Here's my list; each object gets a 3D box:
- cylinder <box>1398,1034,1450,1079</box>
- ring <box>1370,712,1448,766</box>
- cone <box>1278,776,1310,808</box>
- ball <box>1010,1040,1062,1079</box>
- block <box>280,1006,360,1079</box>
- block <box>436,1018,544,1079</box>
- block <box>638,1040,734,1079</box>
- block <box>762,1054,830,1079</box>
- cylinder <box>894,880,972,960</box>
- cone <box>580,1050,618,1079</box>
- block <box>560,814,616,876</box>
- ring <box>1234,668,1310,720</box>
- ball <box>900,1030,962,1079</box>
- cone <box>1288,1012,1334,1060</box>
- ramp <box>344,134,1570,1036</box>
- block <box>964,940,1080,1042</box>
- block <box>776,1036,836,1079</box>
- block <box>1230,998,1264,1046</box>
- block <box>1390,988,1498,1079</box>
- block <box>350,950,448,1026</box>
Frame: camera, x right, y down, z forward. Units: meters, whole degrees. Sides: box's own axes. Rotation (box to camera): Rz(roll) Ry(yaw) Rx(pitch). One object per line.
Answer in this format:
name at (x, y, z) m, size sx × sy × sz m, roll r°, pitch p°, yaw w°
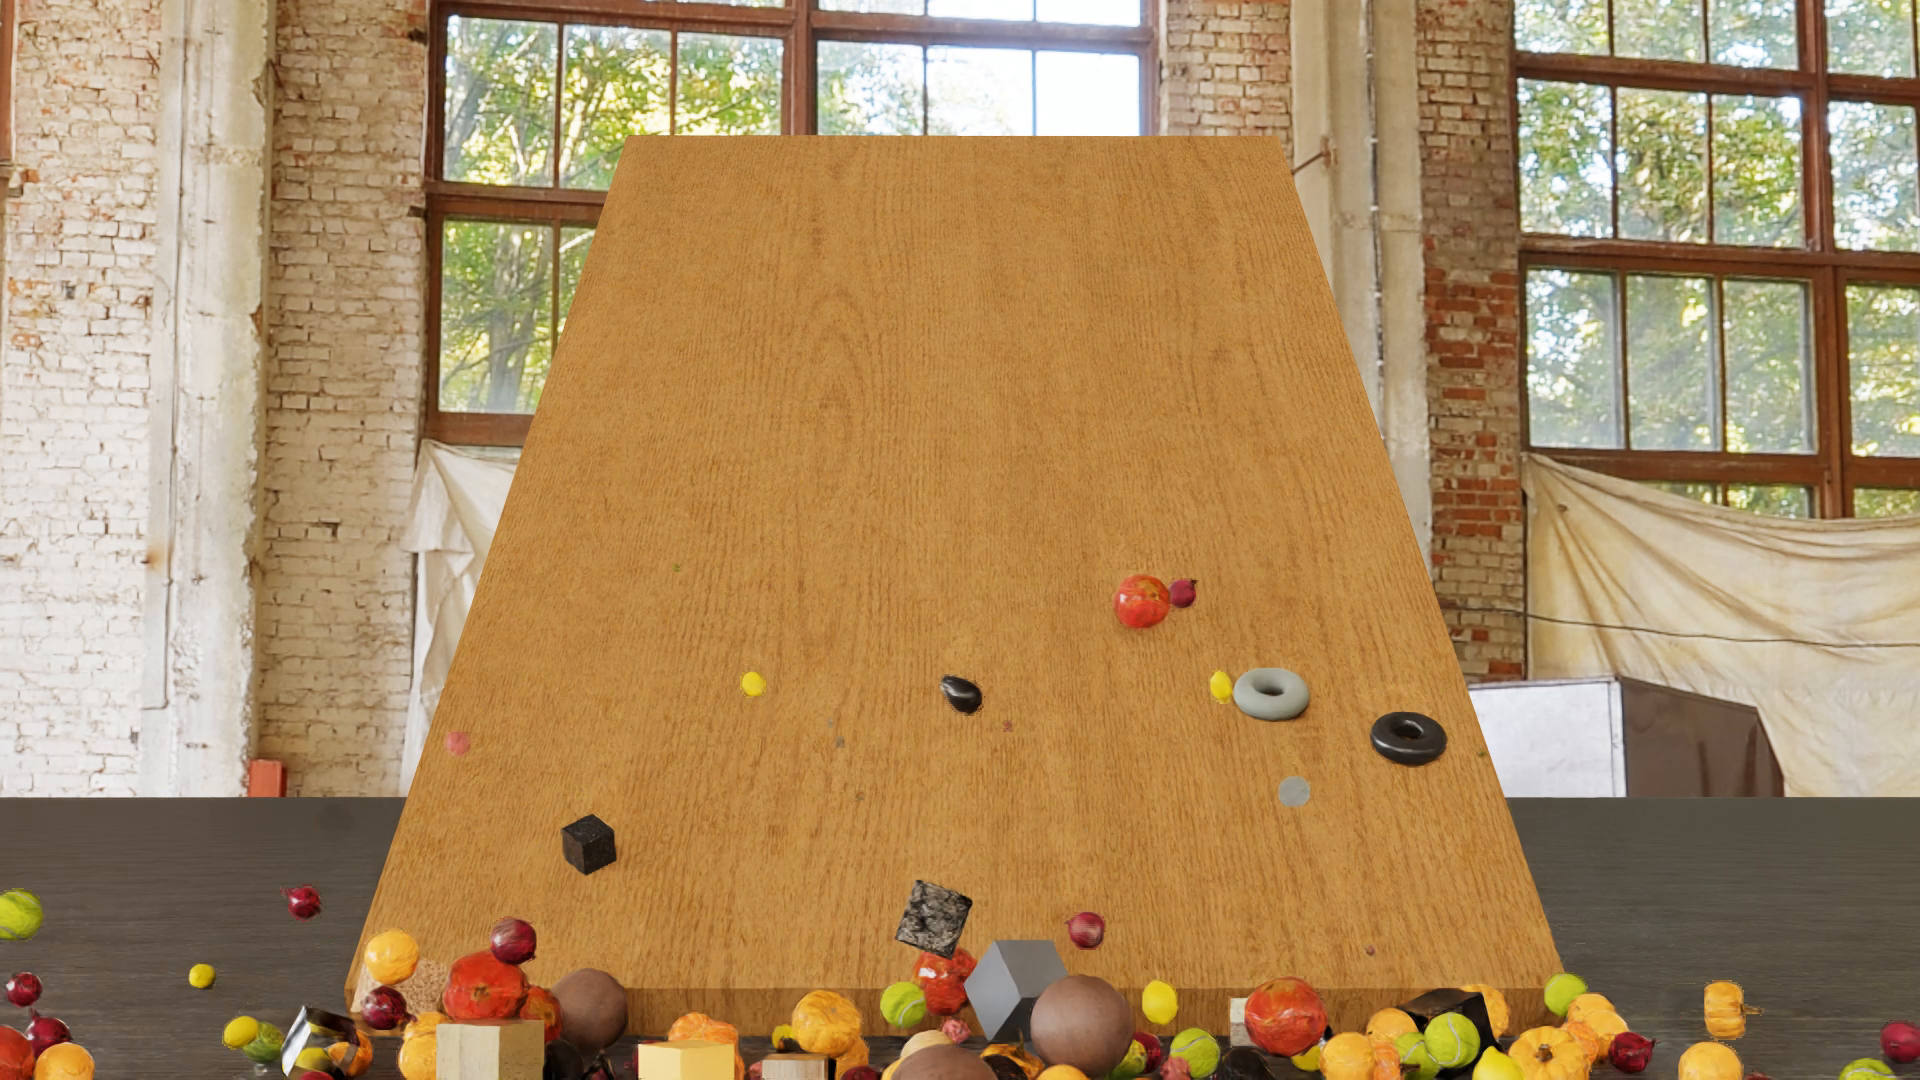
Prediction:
cylinder at (0.640, 0.715, 3.320) m, size 0.050 × 0.050 × 0.050 m, roll -38°, pitch -21°, yaw 19°
ring at (0.842, 0.371, 4.520) m, size 0.143 × 0.048 × 0.143 m, roll 1°, pitch 30°, yaw -1°
cone at (0.604, 0.455, 4.392) m, size 0.059 × 0.059 × 0.059 m, roll 0°, pitch 3°, yaw -3°
ball at (0.102, 0.707, 3.247) m, size 0.070 × 0.070 × 0.070 m, roll 0°, pitch -6°, yaw 0°
block at (-0.858, 0.682, 3.233) m, size 0.072 × 0.072 × 0.072 m, roll 25°, pitch 8°, yaw -28°
block at (-0.619, 0.685, 3.175) m, size 0.099 × 0.099 × 0.099 m, roll -3°, pitch -7°, yaw 25°
block at (-0.344, 0.676, 3.025) m, size 0.085 × 0.085 × 0.085 m, roll -6°, pitch -8°, yaw 44°
block at (-0.202, 0.676, 2.976) m, size 0.075 × 0.075 × 0.075 m, roll 0°, pitch -6°, yaw 2°
cylinder at (-0.039, 0.569, 3.610) m, size 0.092 × 0.092 × 0.092 m, roll 19°, pitch -12°, yaw 4°
cone at (-0.491, 0.723, 3.204) m, size 0.067 × 0.067 × 0.067 m, roll -26°, pitch -3°, yaw -8°
block at (-0.649, 0.532, 4.209) m, size 0.066 × 0.066 × 0.066 m, roll -24°, pitch 37°, yaw -35°
ring at (0.601, 0.297, 4.649) m, size 0.147 × 0.049 × 0.147 m, roll -1°, pitch 30°, yaw 0°
ball at (-0.035, 0.640, 2.954) m, size 0.077 × 0.077 × 0.077 m, roll 0°, pitch -6°, yaw 0°
cone at (0.511, 0.723, 3.585) m, size 0.072 × 0.072 × 0.072 m, roll 1°, pitch 26°, yaw -12°
ramp at (-0.013, -0.213, 5.692) m, size 2.000 × 0.100 × 4.000 m, roll 0°, pitch 30°, yaw 0°
block at (0.080, 0.593, 3.168) m, size 0.094 × 0.094 × 0.094 m, roll 6°, pitch -50°, yaw -34°
block at (-0.203, 0.689, 3.134) m, size 0.061 × 0.061 × 0.061 m, roll 4°, pitch 20°, yaw -22°
block at (0.455, 0.764, 3.815) m, size 0.052 × 0.052 × 0.052 m, roll -1°, pitch 35°, yaw 9°
block at (0.689, 0.702, 3.432) m, size 0.094 × 0.094 × 0.094 m, roll -16°, pitch 3°, yaw -30°
block at (-0.840, 0.672, 3.612) m, size 0.092 × 0.092 × 0.092 m, roll 24°, pitch -23°, yaw -32°
